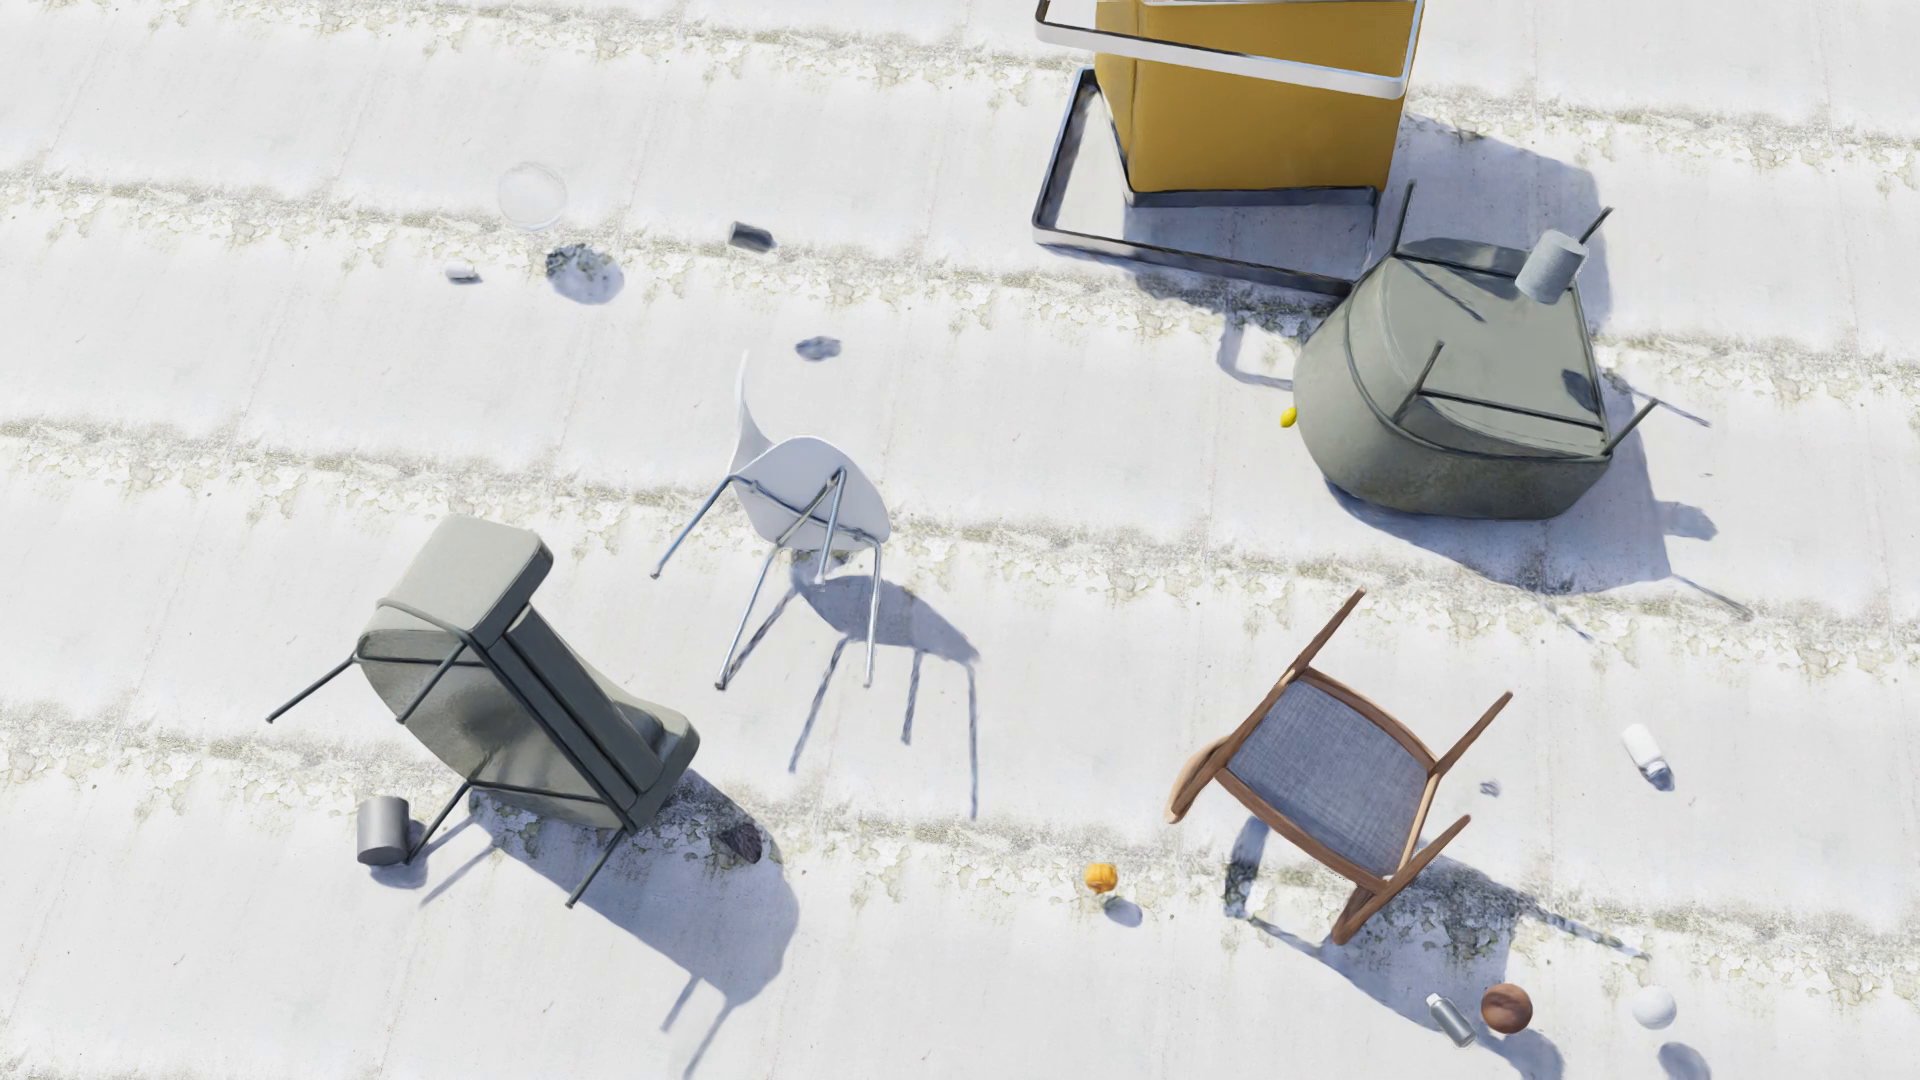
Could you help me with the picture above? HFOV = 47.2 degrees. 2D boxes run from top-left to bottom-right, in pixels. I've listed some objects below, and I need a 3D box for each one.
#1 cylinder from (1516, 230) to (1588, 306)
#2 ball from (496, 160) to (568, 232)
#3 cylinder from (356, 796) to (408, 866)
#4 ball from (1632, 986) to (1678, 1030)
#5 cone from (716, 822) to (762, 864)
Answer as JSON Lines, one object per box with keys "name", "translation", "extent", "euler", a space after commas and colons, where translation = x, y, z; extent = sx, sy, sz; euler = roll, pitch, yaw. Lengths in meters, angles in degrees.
{"name": "cylinder", "translation": [1.689, -0.779, 6.287], "extent": [0.134, 0.172, 0.113], "euler": [32, 32, 11]}
{"name": "ball", "translation": [-1.370, -1.102, 7.044], "extent": [0.224, 0.224, 0.224], "euler": [0, 56, 0]}
{"name": "cylinder", "translation": [-1.568, 0.791, 5.973], "extent": [0.137, 0.114, 0.152], "euler": [-10, 56, 2]}
{"name": "ball", "translation": [1.765, 1.190, 5.590], "extent": [0.112, 0.112, 0.112], "euler": [0, 56, 0]}
{"name": "cone", "translation": [-0.620, 0.816, 5.991], "extent": [0.127, 0.135, 0.081], "euler": [5, 39, 37]}
